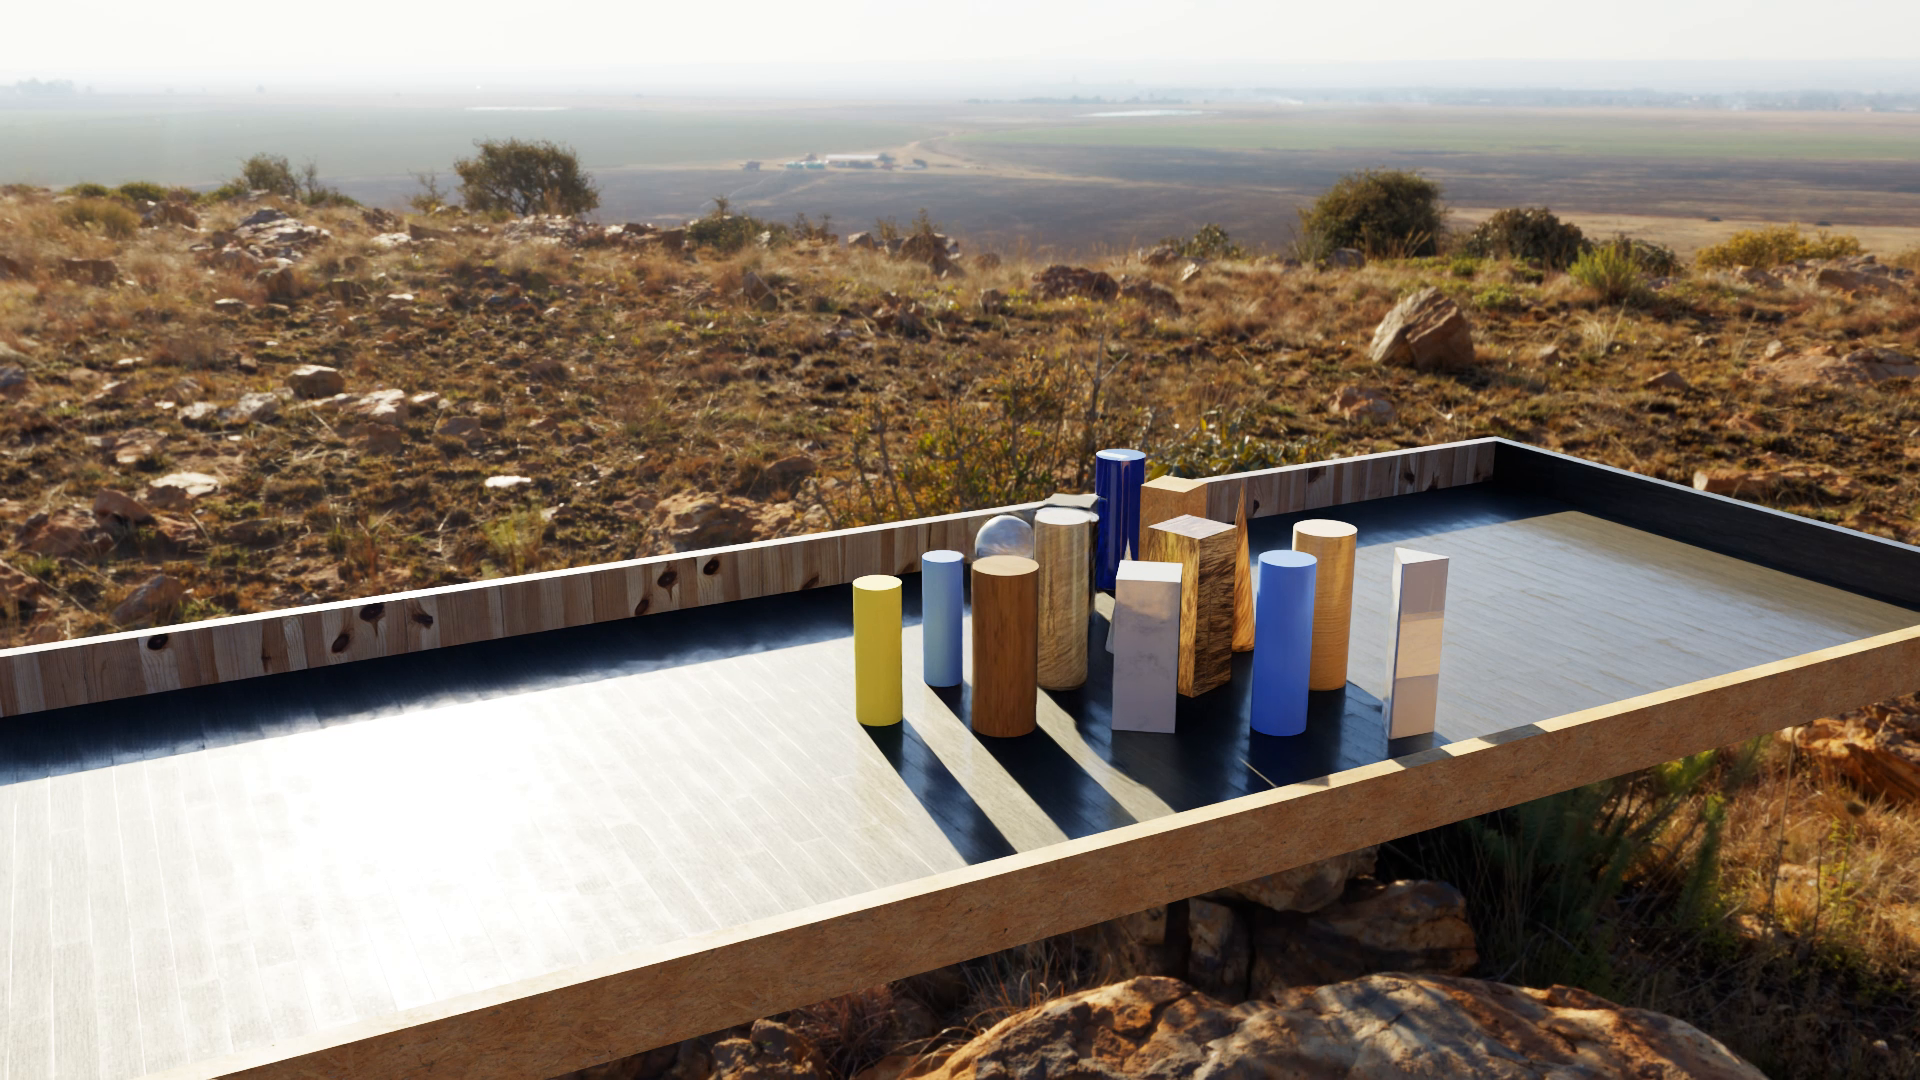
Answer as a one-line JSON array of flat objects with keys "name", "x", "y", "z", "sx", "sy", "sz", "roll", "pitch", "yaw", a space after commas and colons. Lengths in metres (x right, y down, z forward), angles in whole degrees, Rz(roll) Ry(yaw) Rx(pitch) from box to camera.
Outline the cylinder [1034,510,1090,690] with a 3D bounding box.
[{"name": "cylinder", "x": 0.251, "y": 0.149, "z": 4.090, "sx": 0.136, "sy": 0.427, "sz": 0.136, "roll": 0, "pitch": 16, "yaw": 0}]

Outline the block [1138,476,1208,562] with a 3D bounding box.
[{"name": "block", "x": 0.585, "y": 0.032, "z": 4.561, "sx": 0.133, "sy": 0.386, "sz": 0.133, "roll": 11, "pitch": 20, "yaw": 34}]

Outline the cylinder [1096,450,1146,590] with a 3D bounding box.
[{"name": "cylinder", "x": 0.469, "y": -0.060, "z": 4.861, "sx": 0.144, "sy": 0.393, "sz": 0.144, "roll": 0, "pitch": 16, "yaw": 0}]

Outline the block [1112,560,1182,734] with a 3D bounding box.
[{"name": "block", "x": 0.438, "y": 0.248, "z": 3.856, "sx": 0.146, "sy": 0.368, "sz": 0.146, "roll": 3, "pitch": 17, "yaw": 9}]

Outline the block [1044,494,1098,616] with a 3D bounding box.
[{"name": "block", "x": 0.307, "y": 0.049, "z": 4.602, "sx": 0.127, "sy": 0.328, "sz": 0.127, "roll": 5, "pitch": 15, "yaw": 15}]

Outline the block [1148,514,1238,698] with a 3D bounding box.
[{"name": "block", "x": 0.570, "y": 0.161, "z": 4.089, "sx": 0.155, "sy": 0.405, "sz": 0.155, "roll": 15, "pitch": 22, "yaw": 42}]

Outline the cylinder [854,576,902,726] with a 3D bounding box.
[{"name": "cylinder", "x": -0.192, "y": 0.260, "z": 3.875, "sx": 0.113, "sy": 0.336, "sz": 0.113, "roll": 0, "pitch": 16, "yaw": 0}]

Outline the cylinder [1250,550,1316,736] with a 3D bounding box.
[{"name": "cylinder", "x": 0.747, "y": 0.238, "z": 3.817, "sx": 0.130, "sy": 0.410, "sz": 0.130, "roll": 0, "pitch": 16, "yaw": 0}]

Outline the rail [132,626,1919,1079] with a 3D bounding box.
[{"name": "rail", "x": -2.336, "y": 1.006, "z": 1.665, "sx": 12.000, "sy": 0.150, "sz": 0.050, "roll": -9, "pitch": 18, "yaw": -27}]

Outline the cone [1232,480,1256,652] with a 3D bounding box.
[{"name": "cone", "x": 0.735, "y": 0.059, "z": 4.343, "sx": 0.115, "sy": 0.457, "sz": 0.115, "roll": 0, "pitch": 16, "yaw": 0}]

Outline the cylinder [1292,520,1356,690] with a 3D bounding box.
[{"name": "cylinder", "x": 0.896, "y": 0.161, "z": 4.102, "sx": 0.152, "sy": 0.397, "sz": 0.152, "roll": 0, "pitch": 16, "yaw": 0}]

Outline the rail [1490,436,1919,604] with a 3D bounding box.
[{"name": "rail", "x": 2.466, "y": -0.048, "z": 5.253, "sx": 0.050, "sy": 0.150, "sz": 2.100, "roll": -9, "pitch": 18, "yaw": -27}]

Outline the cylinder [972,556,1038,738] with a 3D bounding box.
[{"name": "cylinder", "x": 0.104, "y": 0.246, "z": 3.823, "sx": 0.153, "sy": 0.392, "sz": 0.153, "roll": 0, "pitch": 16, "yaw": 0}]

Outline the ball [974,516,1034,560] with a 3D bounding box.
[{"name": "ball", "x": 0.122, "y": 0.017, "z": 4.373, "sx": 0.165, "sy": 0.165, "sz": 0.165, "roll": 0, "pitch": 16, "yaw": 0}]

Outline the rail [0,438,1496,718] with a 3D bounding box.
[{"name": "rail", "x": -3.305, "y": 0.497, "z": 3.399, "sx": 12.000, "sy": 0.150, "sz": 0.050, "roll": -9, "pitch": 18, "yaw": -27}]

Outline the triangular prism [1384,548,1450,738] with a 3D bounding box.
[{"name": "triangular prism", "x": 1.026, "y": 0.234, "z": 3.808, "sx": 0.126, "sy": 0.423, "sz": 0.109, "roll": -7, "pitch": 18, "yaw": -22}]

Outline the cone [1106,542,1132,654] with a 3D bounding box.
[{"name": "cone", "x": 0.438, "y": 0.141, "z": 4.332, "sx": 0.105, "sy": 0.307, "sz": 0.105, "roll": 0, "pitch": 16, "yaw": 0}]

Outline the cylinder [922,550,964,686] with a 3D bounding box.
[{"name": "cylinder", "x": -0.043, "y": 0.196, "z": 4.112, "sx": 0.101, "sy": 0.325, "sz": 0.101, "roll": 0, "pitch": 16, "yaw": 0}]

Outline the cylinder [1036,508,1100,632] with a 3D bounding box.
[{"name": "cylinder", "x": 0.278, "y": 0.089, "z": 4.460, "sx": 0.171, "sy": 0.323, "sz": 0.171, "roll": 4, "pitch": 15, "yaw": -1}]
